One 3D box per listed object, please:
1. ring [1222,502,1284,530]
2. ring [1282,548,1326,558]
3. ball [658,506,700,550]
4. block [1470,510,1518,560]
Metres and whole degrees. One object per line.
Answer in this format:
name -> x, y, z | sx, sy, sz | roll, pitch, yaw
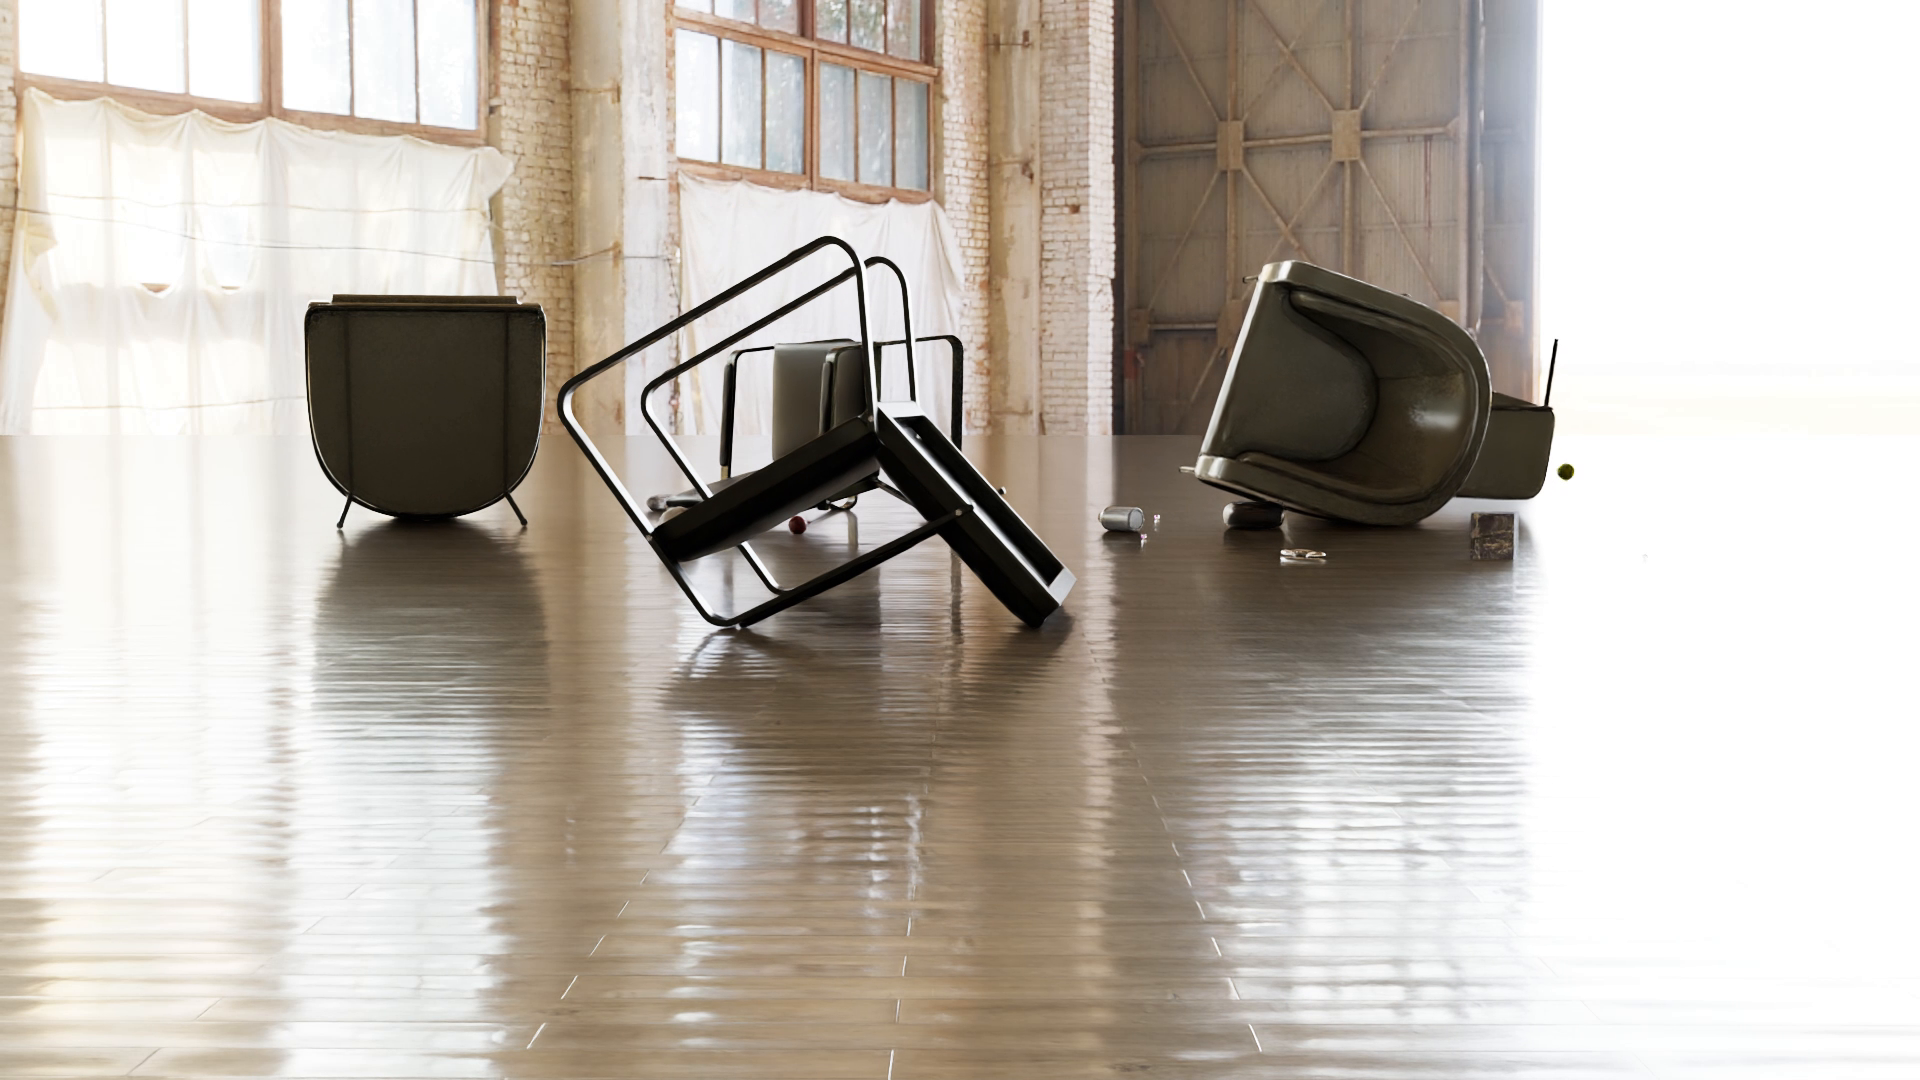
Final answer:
ring -> 0.955, -0.081, 7.148 | 0.196, 0.082, 0.345 | 2, 4, 16
ring -> 0.917, 0.036, 5.883 | 0.075, 0.018, 0.148 | -4, 6, -36
ball -> -0.787, -0.034, 6.165 | 0.119, 0.119, 0.119 | 0, 4, 0
block -> 1.427, -0.014, 5.869 | 0.112, 0.120, 0.114 | 1, 4, 20
